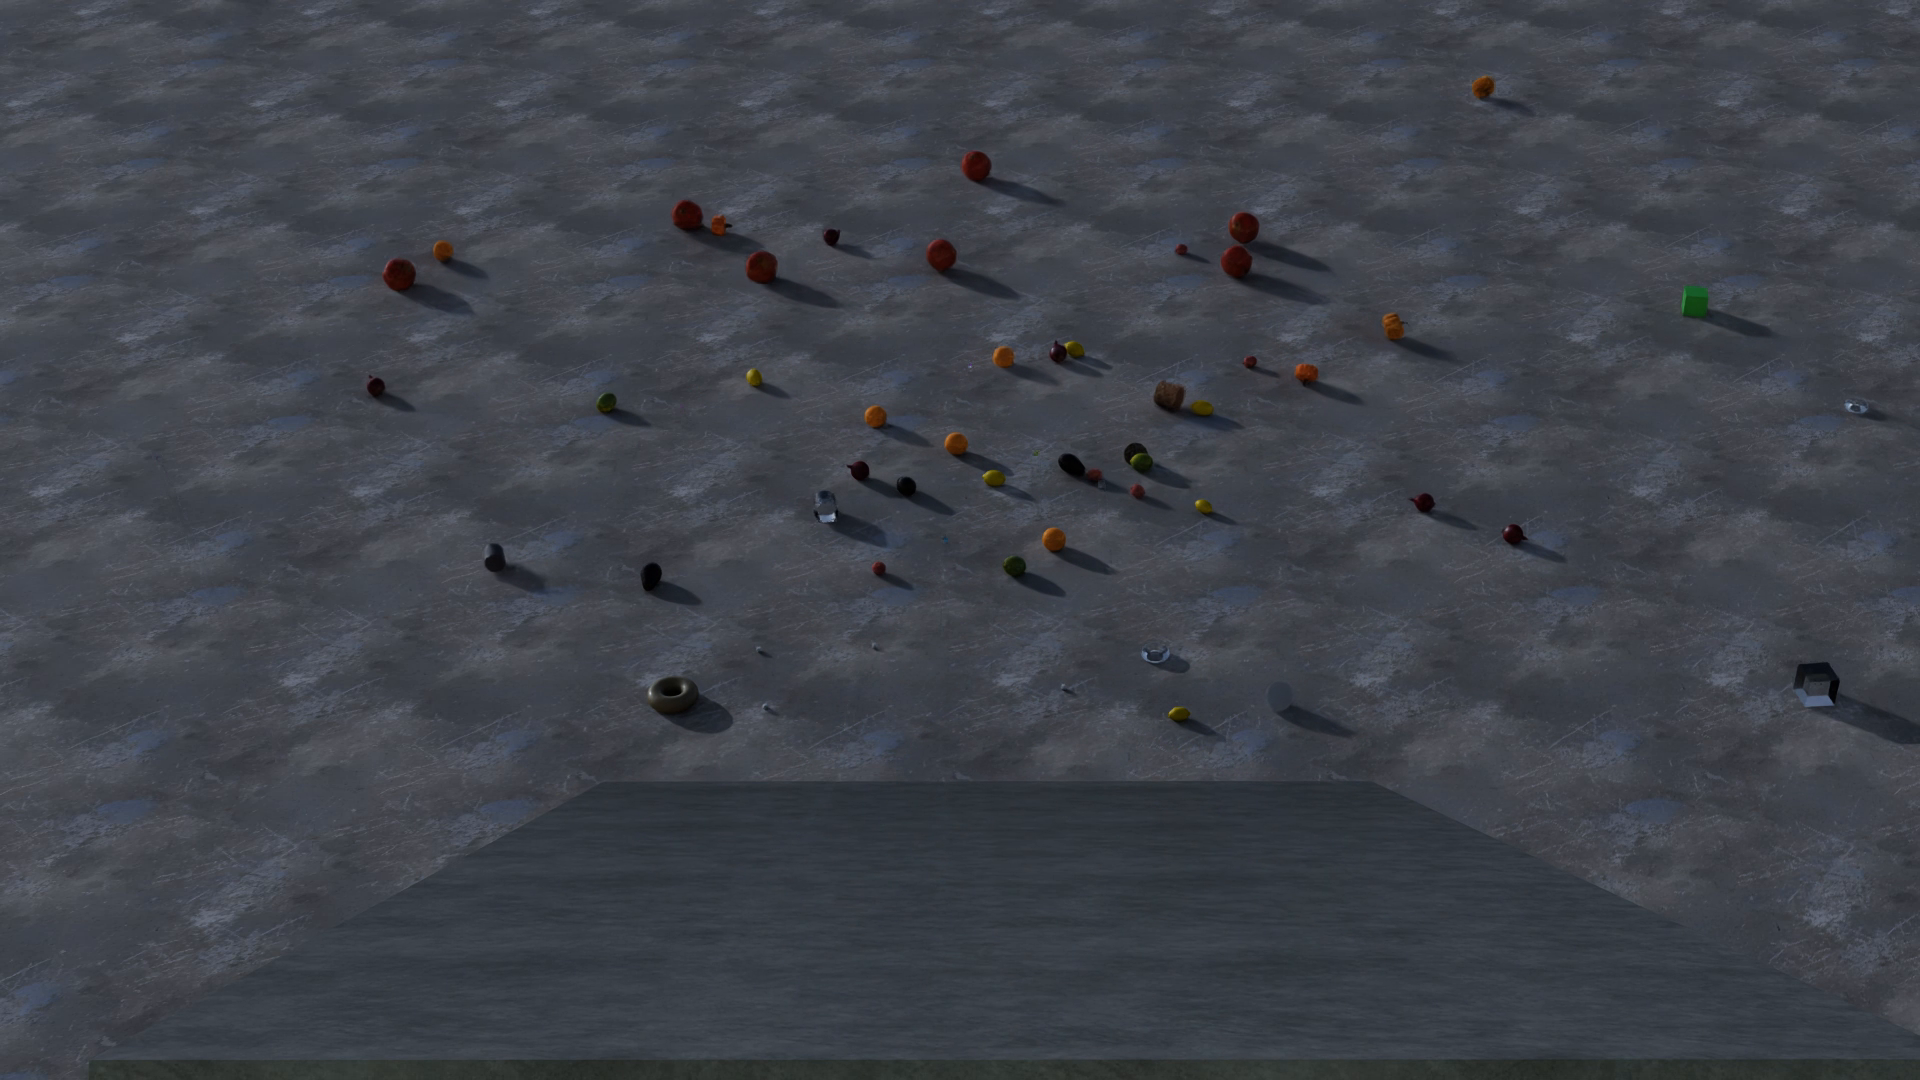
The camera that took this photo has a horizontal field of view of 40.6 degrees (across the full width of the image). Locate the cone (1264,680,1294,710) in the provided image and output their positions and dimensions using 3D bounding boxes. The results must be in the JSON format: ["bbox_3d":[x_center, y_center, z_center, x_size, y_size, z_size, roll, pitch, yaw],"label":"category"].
[{"bbox_3d":[0.865,0.426,7.185,0.085,0.085,0.085,-15,9,-22],"label":"cone"}]

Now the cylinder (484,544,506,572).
[{"bbox_3d":[-1.389,0.053,7.738,0.061,0.061,0.061,-7,34,-11],"label":"cylinder"}]

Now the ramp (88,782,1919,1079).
[{"bbox_3d":[0.073,0.640,4.756,2.000,0.100,4.000,0,-1,0],"label":"ramp"}]

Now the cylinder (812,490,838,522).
[{"bbox_3d":[-0.413,-0.103,7.967,0.071,0.071,0.071,-4,33,-6],"label":"cylinder"}]

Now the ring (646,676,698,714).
[{"bbox_3d":[-0.795,0.427,7.174,0.143,0.048,0.143,-1,34,1],"label":"ring"}]

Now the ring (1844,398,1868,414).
[{"bbox_3d":[2.948,-0.442,8.531,0.078,0.026,0.078,1,32,-1],"label":"ring"}]

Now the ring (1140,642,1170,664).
[{"bbox_3d":[0.553,0.319,7.359,0.082,0.027,0.082,0,34,0],"label":"ring"}]

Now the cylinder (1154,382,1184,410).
[{"bbox_3d":[0.689,-0.475,8.536,0.074,0.074,0.074,17,37,24],"label":"cylinder"}]

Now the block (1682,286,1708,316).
[{"bbox_3d":[2.576,-0.836,9.090,0.077,0.077,0.077,5,33,8],"label":"block"}]

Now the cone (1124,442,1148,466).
[{"bbox_3d":[0.560,-0.276,8.267,0.074,0.074,0.074,2,6,3],"label":"cone"}]

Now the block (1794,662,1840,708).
[{"bbox_3d":[2.371,0.400,7.181,0.085,0.085,0.085,-4,33,-6],"label":"block"}]
